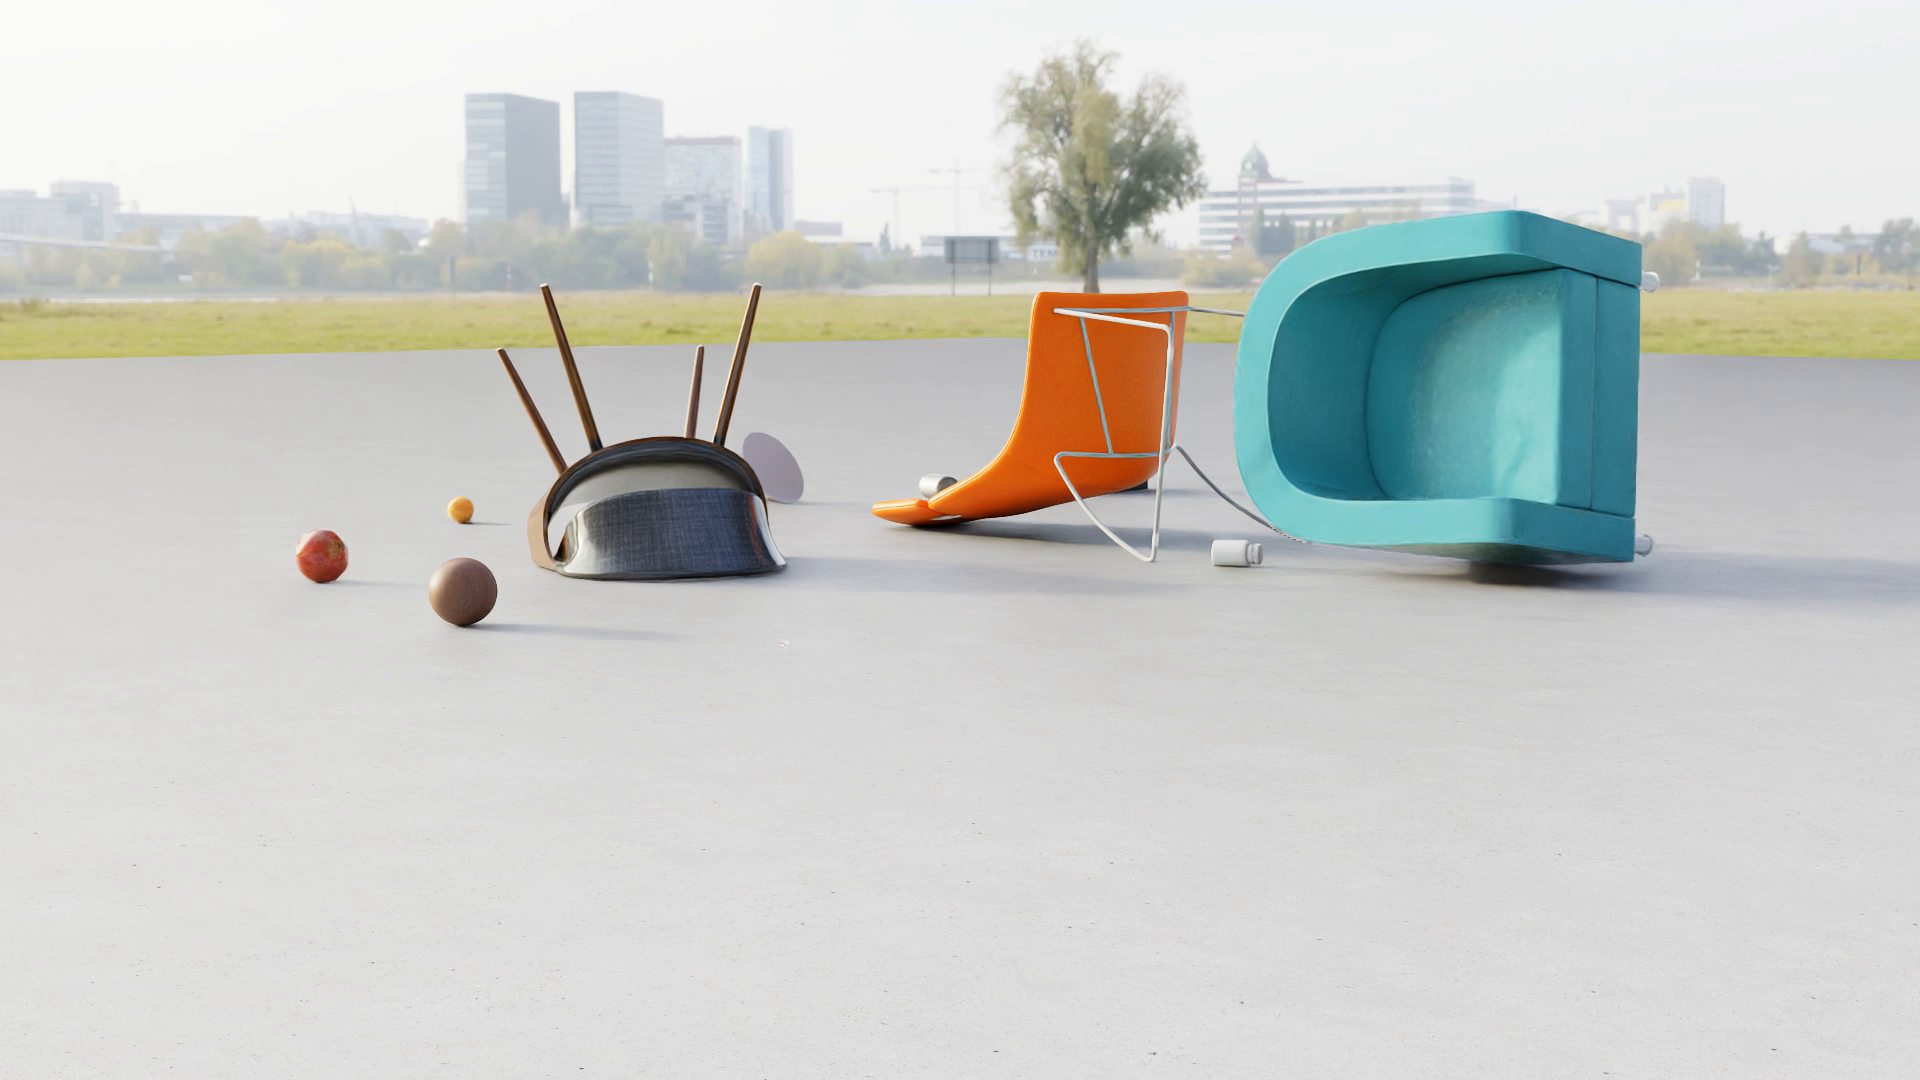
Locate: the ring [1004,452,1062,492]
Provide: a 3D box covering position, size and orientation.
[{"bbox_3d":[0.222,-0.207,7.823,0.187,0.068,0.223,-31,5,-30],"label":"ring"}]

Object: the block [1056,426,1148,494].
[{"bbox_3d":[0.440,-0.249,7.900,0.178,0.190,0.237,4,7,37],"label":"block"}]

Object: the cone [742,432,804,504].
[{"bbox_3d":[-0.584,-0.168,7.547,0.170,0.249,0.175,-19,-20,-39],"label":"cone"}]
